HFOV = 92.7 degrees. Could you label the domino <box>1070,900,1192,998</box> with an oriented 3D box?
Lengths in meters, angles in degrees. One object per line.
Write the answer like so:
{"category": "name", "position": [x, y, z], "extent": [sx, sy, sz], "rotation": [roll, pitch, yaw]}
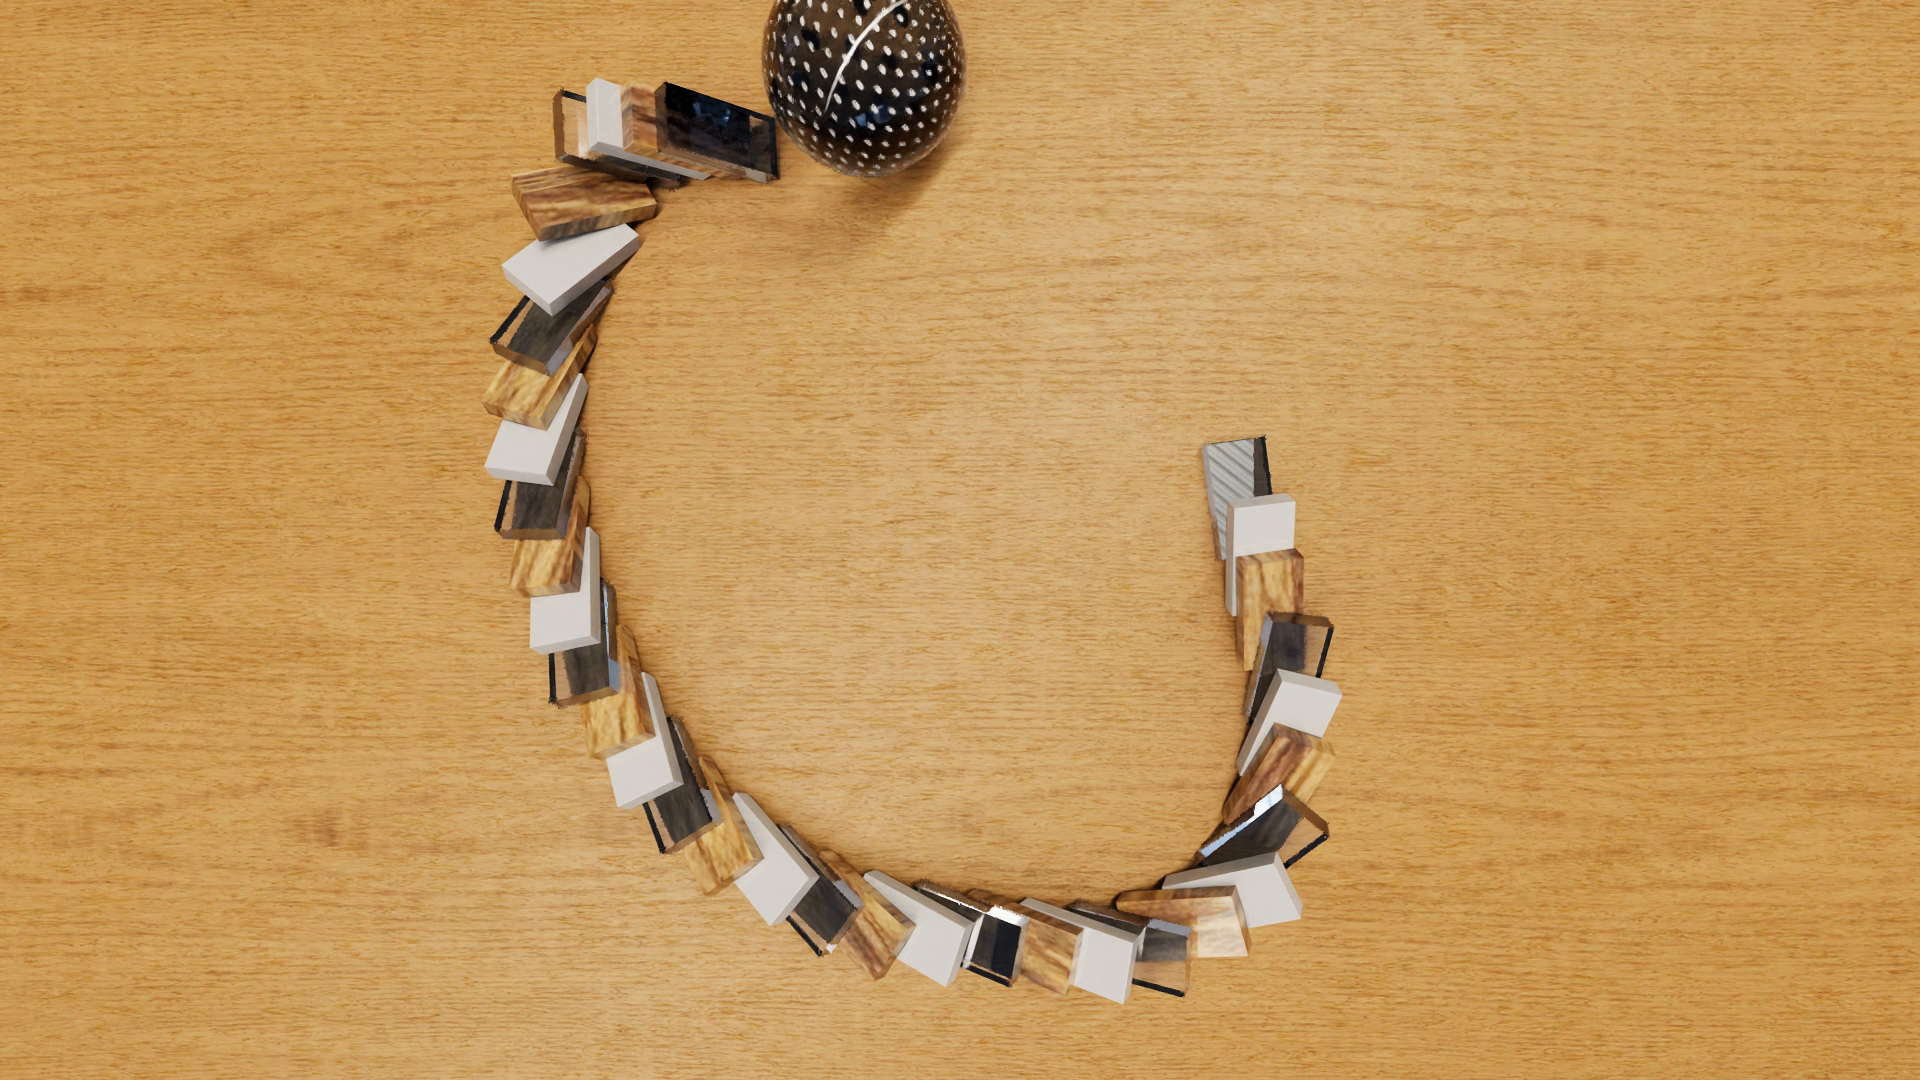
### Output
{"category": "domino", "position": [0.071, 0.171, 0.384], "extent": [0.050, 0.009, 0.025], "rotation": [3, 91, 27]}

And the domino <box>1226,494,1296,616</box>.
{"category": "domino", "position": [0.126, 0.007, 0.385], "extent": [0.025, 0.010, 0.050], "rotation": [-7, 114, 0]}

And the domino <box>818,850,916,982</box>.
{"category": "domino", "position": [-0.045, 0.157, 0.385], "extent": [0.050, 0.009, 0.025], "rotation": [32, 90, 26]}

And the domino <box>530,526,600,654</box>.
{"category": "domino", "position": [-0.166, 0.021, 0.385], "extent": [0.025, 0.009, 0.050], "rotation": [-12, 65, 0]}

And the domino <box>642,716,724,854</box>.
{"category": "domino", "position": [-0.121, 0.102, 0.385], "extent": [0.025, 0.010, 0.050], "rotation": [-32, 64, 0]}

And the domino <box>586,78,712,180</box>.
{"category": "domino", "position": [-0.127, -0.169, 0.379], "extent": [0.050, 0.009, 0.025], "rotation": [-2, 90, -44]}

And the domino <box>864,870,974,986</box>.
{"category": "domino", "position": [-0.021, 0.162, 0.385], "extent": [0.050, 0.010, 0.025], "rotation": [18, 90, 26]}

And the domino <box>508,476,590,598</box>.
{"category": "domino", "position": [-0.172, -0.002, 0.385], "extent": [0.025, 0.009, 0.050], "rotation": [-5, 65, 0]}

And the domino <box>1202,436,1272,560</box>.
{"category": "domino", "position": [0.121, -0.018, 0.395], "extent": [0.025, 0.010, 0.050], "rotation": [-8, 90, 0]}

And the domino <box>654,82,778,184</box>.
{"category": "domino", "position": [-0.100, -0.168, 0.379], "extent": [0.050, 0.009, 0.025], "rotation": [-3, 90, -44]}

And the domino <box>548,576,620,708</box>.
{"category": "domino", "position": [-0.159, 0.043, 0.385], "extent": [0.025, 0.010, 0.050], "rotation": [-14, 64, 0]}

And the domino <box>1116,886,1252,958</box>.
{"category": "domino", "position": [0.093, 0.160, 0.384], "extent": [0.050, 0.010, 0.025], "rotation": [-16, 90, 28]}

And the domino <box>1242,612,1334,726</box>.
{"category": "domino", "position": [0.137, 0.055, 0.386], "extent": [0.025, 0.009, 0.050], "rotation": [5, 114, 0]}

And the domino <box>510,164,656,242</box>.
{"category": "domino", "position": [-0.156, -0.143, 0.382], "extent": [0.050, 0.010, 0.025], "rotation": [-28, 86, -33]}

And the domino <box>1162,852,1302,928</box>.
{"category": "domino", "position": [0.113, 0.149, 0.384], "extent": [0.050, 0.010, 0.025], "rotation": [-25, 92, 29]}

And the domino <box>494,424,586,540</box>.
{"category": "domino", "position": [-0.176, -0.025, 0.385], "extent": [0.025, 0.010, 0.050], "rotation": [1, 64, 0]}

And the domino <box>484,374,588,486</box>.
{"category": "domino", "position": [-0.177, -0.048, 0.385], "extent": [0.025, 0.010, 0.050], "rotation": [7, 64, 0]}

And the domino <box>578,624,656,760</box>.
{"category": "domino", "position": [-0.147, 0.064, 0.385], "extent": [0.025, 0.009, 0.050], "rotation": [-23, 65, 0]}

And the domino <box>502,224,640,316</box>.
{"category": "domino", "position": [-0.163, -0.119, 0.385], "extent": [0.025, 0.009, 0.050], "rotation": [39, 65, 0]}

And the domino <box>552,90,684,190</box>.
{"category": "domino", "position": [-0.141, -0.165, 0.379], "extent": [0.050, 0.010, 0.025], "rotation": [-3, 90, -44]}

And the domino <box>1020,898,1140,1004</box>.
{"category": "domino", "position": [0.048, 0.171, 0.385], "extent": [0.050, 0.009, 0.025], "rotation": [9, 90, 27]}

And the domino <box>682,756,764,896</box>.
{"category": "domino", "position": [-0.106, 0.120, 0.385], "extent": [0.025, 0.010, 0.050], "rotation": [-37, 64, 0]}

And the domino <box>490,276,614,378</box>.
{"category": "domino", "position": [-0.170, -0.095, 0.385], "extent": [0.025, 0.010, 0.050], "rotation": [23, 64, 0]}

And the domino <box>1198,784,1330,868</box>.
{"category": "domino", "position": [0.126, 0.128, 0.385], "extent": [0.025, 0.009, 0.050], "rotation": [39, 117, 0]}

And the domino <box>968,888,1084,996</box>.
{"category": "domino", "position": [0.025, 0.168, 0.385], "extent": [0.050, 0.009, 0.025], "rotation": [11, 90, 26]}

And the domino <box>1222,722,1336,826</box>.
{"category": "domino", "position": [0.133, 0.102, 0.385], "extent": [0.025, 0.010, 0.050], "rotation": [20, 116, 0]}

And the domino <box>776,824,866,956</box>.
{"category": "domino", "position": [-0.066, 0.146, 0.385], "extent": [0.050, 0.009, 0.025], "rotation": [37, 90, 26]}

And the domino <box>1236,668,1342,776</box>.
{"category": "domino", "position": [0.137, 0.080, 0.385], "extent": [0.025, 0.009, 0.050], "rotation": [14, 116, 0]}

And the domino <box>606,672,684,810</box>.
{"category": "domino", "position": [-0.136, 0.084, 0.385], "extent": [0.025, 0.009, 0.050], "rotation": [-25, 65, 0]}

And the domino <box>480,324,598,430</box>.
{"category": "domino", "position": [-0.176, -0.072, 0.385], "extent": [0.025, 0.009, 0.050], "rotation": [16, 64, 0]}

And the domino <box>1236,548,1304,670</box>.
{"category": "domino", "position": [0.130, 0.030, 0.385], "extent": [0.025, 0.009, 0.050], "rotation": [-8, 114, 0]}

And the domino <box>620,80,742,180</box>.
{"category": "domino", "position": [-0.114, -0.168, 0.379], "extent": [0.050, 0.009, 0.025], "rotation": [-3, 90, -44]}

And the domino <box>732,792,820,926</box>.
{"category": "domino", "position": [-0.085, 0.133, 0.385], "extent": [0.050, 0.010, 0.025], "rotation": [39, 90, 26]}

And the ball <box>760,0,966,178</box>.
{"category": "ball", "position": [-0.037, -0.185, 0.360], "extent": [0.080, 0.080, 0.080], "rotation": [0, 90, 0]}

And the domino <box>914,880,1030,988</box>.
{"category": "domino", "position": [0.002, 0.165, 0.385], "extent": [0.050, 0.010, 0.025], "rotation": [11, 90, 25]}
